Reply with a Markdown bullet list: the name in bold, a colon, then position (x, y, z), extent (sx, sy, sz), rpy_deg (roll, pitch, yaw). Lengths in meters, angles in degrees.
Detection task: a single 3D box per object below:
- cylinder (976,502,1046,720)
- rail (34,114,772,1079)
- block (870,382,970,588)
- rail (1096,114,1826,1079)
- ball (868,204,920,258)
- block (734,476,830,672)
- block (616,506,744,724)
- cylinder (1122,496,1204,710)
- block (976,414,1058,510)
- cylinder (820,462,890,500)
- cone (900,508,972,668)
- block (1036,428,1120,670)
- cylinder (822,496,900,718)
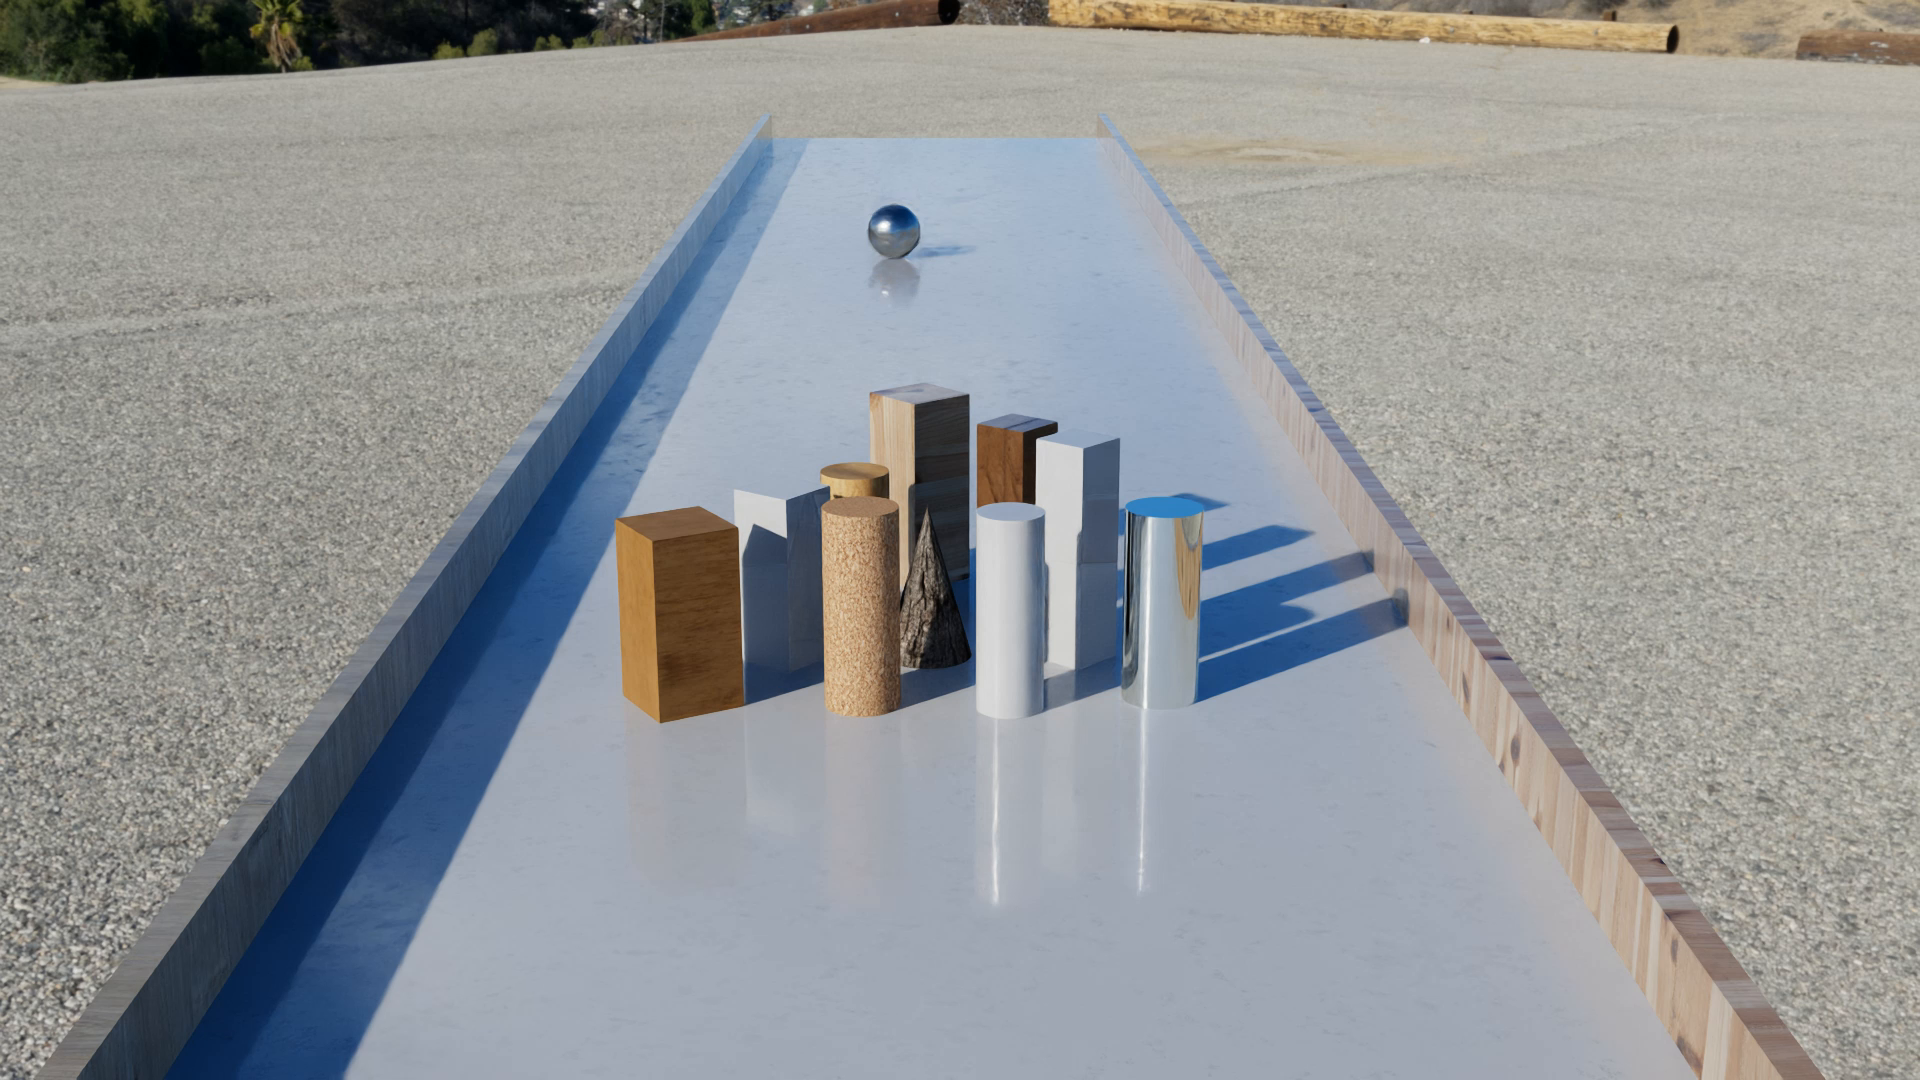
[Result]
- **cylinder**: position (0.094, 0.132, 4.110), extent (0.129, 0.384, 0.129), rpy_deg (0, 17, 0)
- **rail**: position (-1.118, -0.838, 7.780), extent (0.050, 0.150, 12.000), rpy_deg (0, 17, -1)
- **block**: position (-0.089, -0.120, 4.888), extent (0.156, 0.423, 0.156), rpy_deg (-14, 21, -38)
- **rail**: position (0.932, -0.844, 7.801), extent (0.050, 0.150, 12.000), rpy_deg (0, 17, -1)
- **ball**: position (-0.275, -1.286, 9.160), extent (0.224, 0.224, 0.224), rpy_deg (0, 17, 0)
- **block**: position (-0.350, 0.066, 4.384), extent (0.135, 0.354, 0.135), rpy_deg (12, 20, 35)
- **block**: position (-0.528, 0.138, 4.144), extent (0.173, 0.353, 0.173), rpy_deg (-10, 19, -30)
- **cylinder**: position (0.382, 0.119, 4.166), extent (0.146, 0.376, 0.146), rpy_deg (0, 17, 0)
- **block**: position (0.120, -0.043, 4.636), extent (0.120, 0.419, 0.120), rpy_deg (13, 21, 37)
- **cylinder**: position (-0.219, 0.010, 4.627), extent (0.144, 0.322, 0.144), rpy_deg (0, 17, 0)
- **cone**: position (-0.064, 0.081, 4.404), extent (0.175, 0.313, 0.175), rpy_deg (0, 17, 0)
- **block**: position (0.232, 0.018, 4.373), extent (0.117, 0.453, 0.117), rpy_deg (14, 22, 40)
- **cylinder**: position (-0.184, 0.124, 4.126), extent (0.144, 0.389, 0.144), rpy_deg (0, 17, 0)
